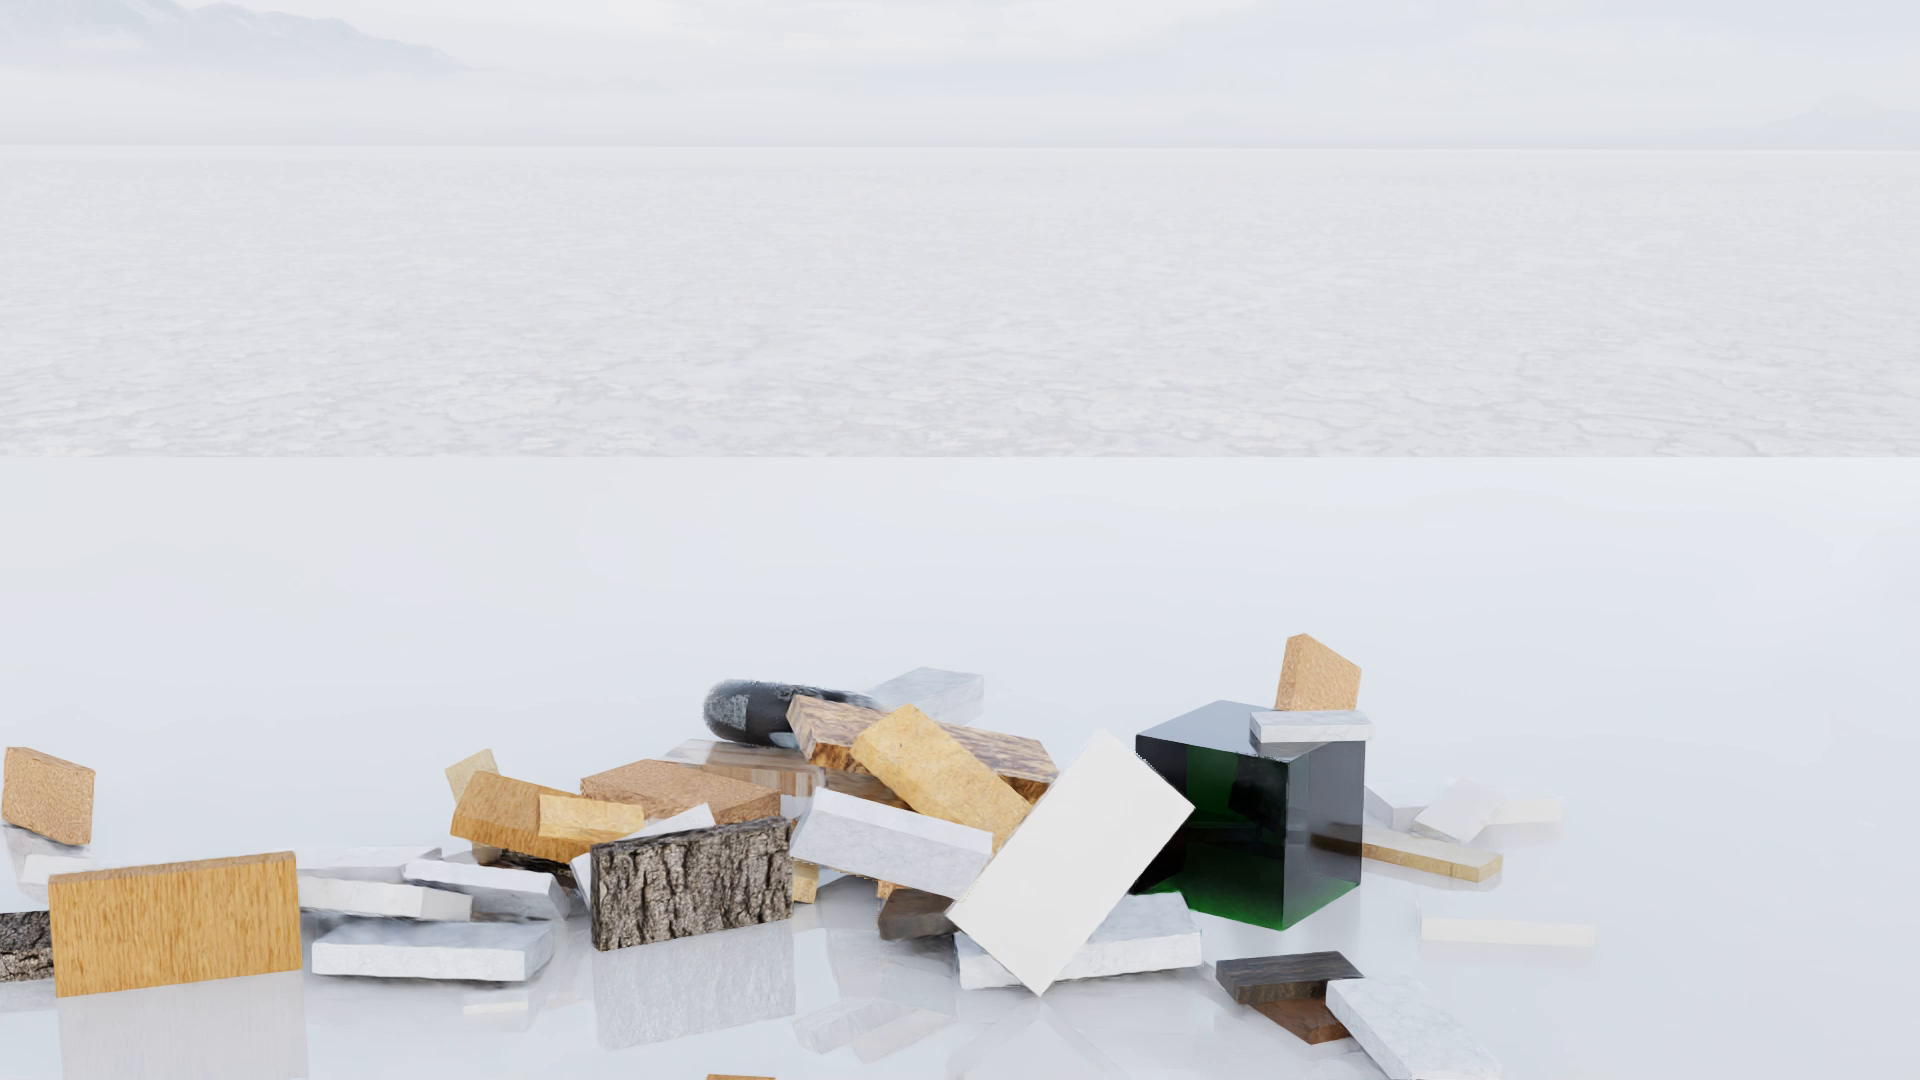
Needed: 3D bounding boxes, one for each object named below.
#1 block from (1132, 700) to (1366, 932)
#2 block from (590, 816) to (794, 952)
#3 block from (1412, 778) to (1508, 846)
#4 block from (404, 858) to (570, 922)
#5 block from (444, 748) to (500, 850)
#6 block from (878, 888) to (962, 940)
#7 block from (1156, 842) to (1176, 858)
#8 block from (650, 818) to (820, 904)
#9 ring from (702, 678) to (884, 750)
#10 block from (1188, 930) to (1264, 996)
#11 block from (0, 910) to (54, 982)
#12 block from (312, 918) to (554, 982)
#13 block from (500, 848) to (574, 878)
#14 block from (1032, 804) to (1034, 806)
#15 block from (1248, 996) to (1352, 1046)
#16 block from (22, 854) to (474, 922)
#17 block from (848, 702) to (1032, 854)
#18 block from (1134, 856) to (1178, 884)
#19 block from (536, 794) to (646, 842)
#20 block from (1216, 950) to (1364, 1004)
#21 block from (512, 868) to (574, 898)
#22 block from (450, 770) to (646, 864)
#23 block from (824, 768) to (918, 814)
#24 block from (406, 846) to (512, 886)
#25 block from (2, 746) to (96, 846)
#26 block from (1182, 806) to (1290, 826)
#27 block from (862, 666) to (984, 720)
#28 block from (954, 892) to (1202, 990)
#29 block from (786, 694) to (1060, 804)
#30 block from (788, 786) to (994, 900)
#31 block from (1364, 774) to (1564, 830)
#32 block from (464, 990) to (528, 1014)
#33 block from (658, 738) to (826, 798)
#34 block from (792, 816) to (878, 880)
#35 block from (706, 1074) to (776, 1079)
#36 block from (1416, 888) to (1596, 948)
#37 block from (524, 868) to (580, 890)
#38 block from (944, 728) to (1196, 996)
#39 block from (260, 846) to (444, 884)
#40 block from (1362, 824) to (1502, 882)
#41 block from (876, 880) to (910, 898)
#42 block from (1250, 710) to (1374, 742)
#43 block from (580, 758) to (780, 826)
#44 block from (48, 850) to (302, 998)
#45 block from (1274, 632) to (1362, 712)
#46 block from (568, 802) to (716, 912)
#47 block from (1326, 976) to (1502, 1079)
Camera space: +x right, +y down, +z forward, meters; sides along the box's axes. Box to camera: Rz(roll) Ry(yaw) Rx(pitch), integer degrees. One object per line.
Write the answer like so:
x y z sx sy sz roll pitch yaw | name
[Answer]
0.482 0.450 3.660 0.279 0.279 0.279 8 13 35 | block
-0.422 0.542 3.480 0.322 0.161 0.046 -5 16 -27 | block
0.901 0.493 3.962 0.093 0.026 0.185 23 33 32 | block
-0.755 0.559 3.515 0.238 0.034 0.119 5 -30 9 | block
-0.832 0.462 3.843 0.086 0.171 0.024 -27 -15 11 | block
0.004 0.566 3.405 0.245 0.035 0.122 -9 11 12 | block
0.277 0.527 3.810 0.173 0.024 0.086 0 -11 45 | block
-0.382 0.534 3.673 0.292 0.041 0.146 13 9 -6 | block
-0.330 0.355 4.414 0.378 0.126 0.378 7 -5 1 | ring
0.409 0.641 3.322 0.096 0.027 0.192 -5 12 -24 | block
-1.433 0.621 3.367 0.346 0.049 0.173 -2 11 -12 | block
-0.794 0.619 3.333 0.322 0.046 0.161 1 4 5 | block
-0.611 0.523 3.669 0.292 0.041 0.146 13 10 -7 | block
0.040 0.414 3.972 0.122 0.035 0.245 27 1 -23 | block
0.490 0.673 3.153 0.086 0.024 0.173 -5 12 -25 | block
-1.139 0.557 3.510 0.714 0.046 0.161 2 -13 16 | block
-0.018 0.404 3.609 0.311 0.044 0.155 39 32 15 | block
0.313 0.564 3.762 0.115 0.016 0.058 -8 13 -37 | block
-0.602 0.458 3.591 0.171 0.024 0.086 9 24 -16 | block
0.479 0.636 3.202 0.192 0.027 0.096 -2 12 -13 | block
-0.741 0.575 3.677 0.186 0.026 0.093 0 11 1 | block
-0.674 0.465 3.612 0.292 0.041 0.146 14 23 -4 | block
-0.143 0.430 3.721 0.155 0.044 0.311 -7 17 -6 | block
-0.835 0.548 3.677 0.186 0.026 0.093 -14 10 6 | block
-1.649 0.460 3.973 0.265 0.132 0.037 7 4 41 | block
0.366 0.498 3.976 0.452 0.024 0.086 -1 -1 15 | block
-0.095 0.346 4.856 0.163 0.046 0.326 6 12 28 | block
0.173 0.608 3.351 0.360 0.051 0.180 -5 11 -3 | block
-0.054 0.362 3.760 0.477 0.044 0.155 13 21 -25 | block
-0.093 0.404 2.921 0.245 0.122 0.035 16 48 -11 | block
0.935 0.488 4.099 0.330 0.044 0.154 -2 11 -10 | block
-0.674 0.671 3.196 0.092 0.013 0.046 -2 11 -11 | block
-0.413 0.446 4.318 0.326 0.046 0.163 3 11 17 | block
-0.109 0.527 3.744 0.326 0.046 0.163 17 18 31 | block
-0.293 0.724 2.910 0.092 0.013 0.046 1 11 7 | block
0.866 0.602 3.504 0.265 0.037 0.132 2 11 8 | block
-0.632 0.554 3.666 0.186 0.026 0.093 12 10 -10 | block
0.161 0.473 3.246 0.180 0.360 0.051 41 -10 0 | block
-1.050 0.548 3.678 0.358 0.034 0.119 -4 7 22 | block
0.596 0.516 3.997 0.794 0.026 0.093 8 13 38 | block
0.058 0.548 3.570 0.360 0.051 0.180 9 17 4 | block
0.576 0.305 3.605 0.185 0.026 0.093 -1 11 -4 | block
-0.524 0.482 4.118 0.349 0.049 0.175 8 13 37 | block
-1.170 0.573 3.288 0.346 0.173 0.049 -4 11 -19 | block
0.633 0.341 3.957 0.154 0.309 0.044 31 -31 -27 | block
-0.495 0.524 3.537 0.238 0.119 0.034 -21 -8 -24 | block
0.618 0.677 3.014 0.132 0.037 0.265 0 16 -16 | block
